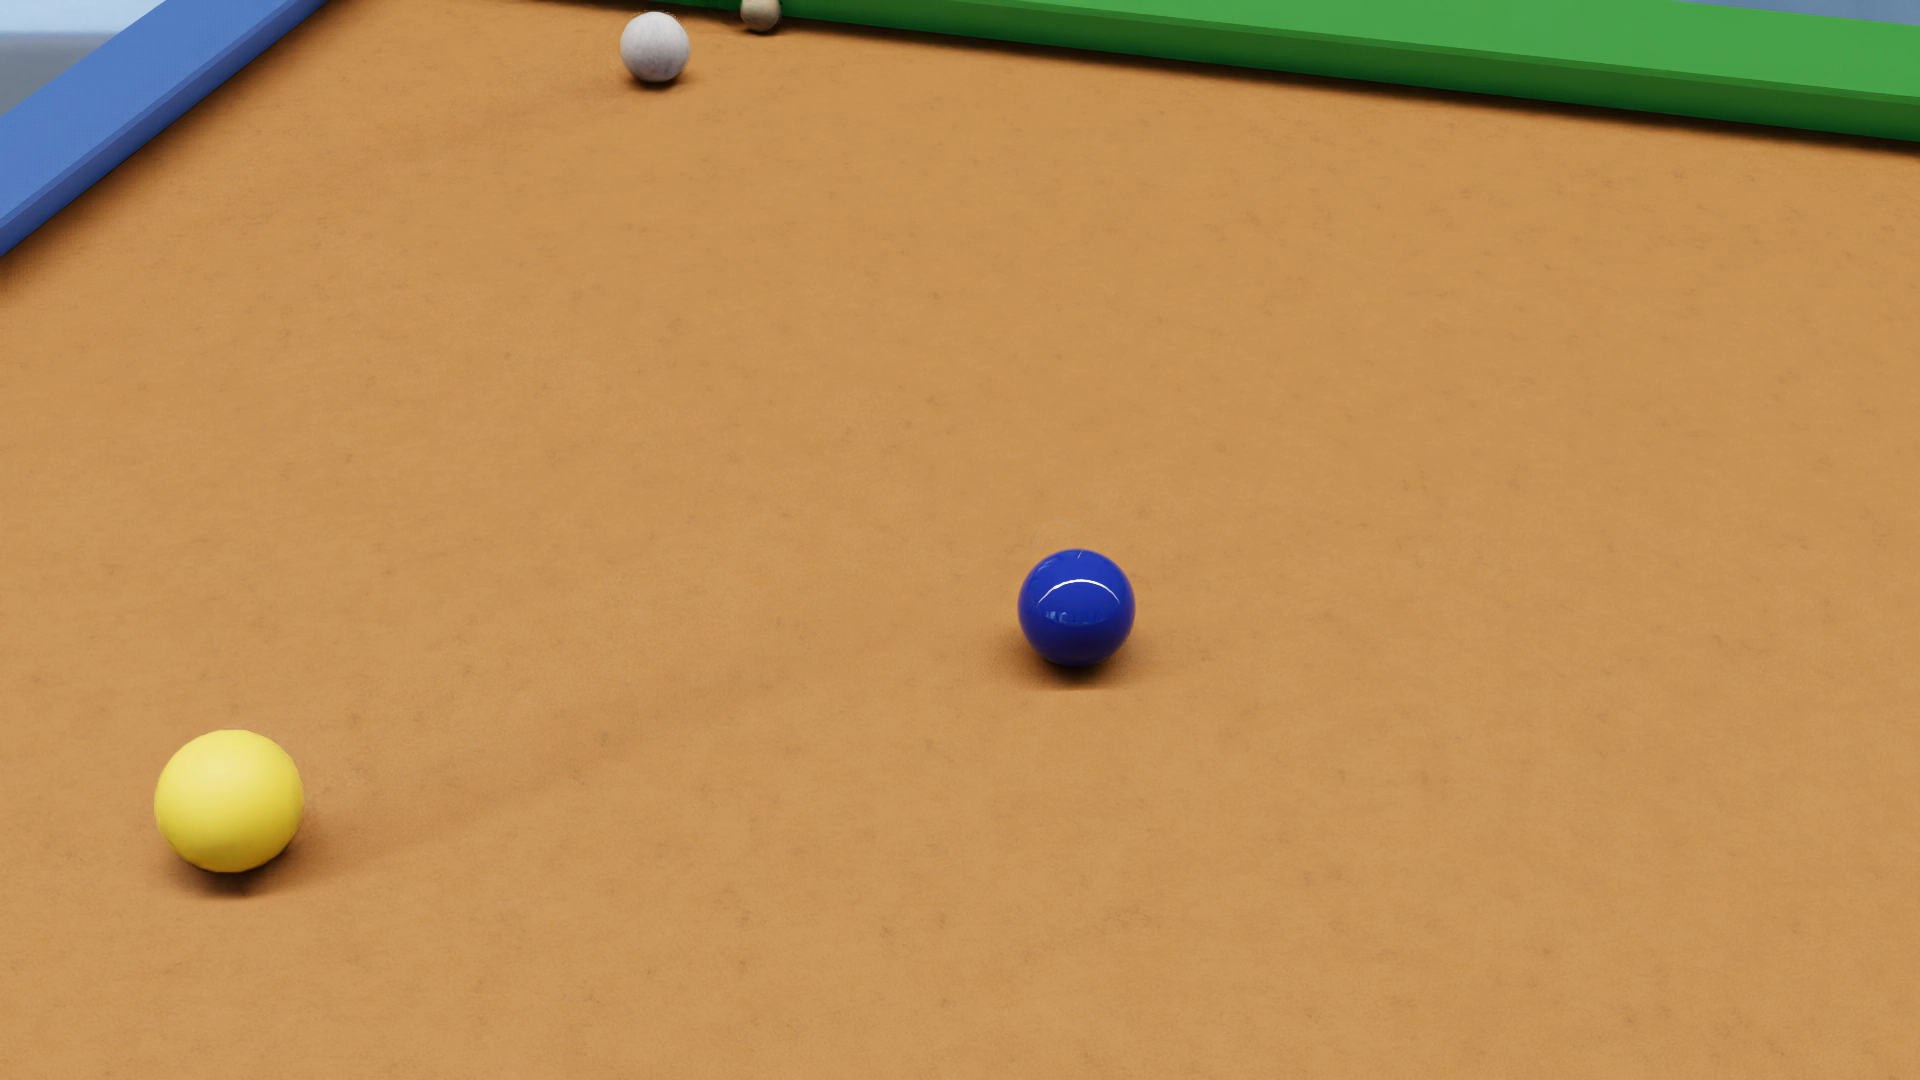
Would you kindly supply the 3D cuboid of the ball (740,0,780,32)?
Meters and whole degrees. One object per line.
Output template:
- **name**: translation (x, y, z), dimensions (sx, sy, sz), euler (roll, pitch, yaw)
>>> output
- **ball**: translation (-0.224, -0.593, 2.874), dimensions (0.045, 0.045, 0.045), euler (0, 34, 0)

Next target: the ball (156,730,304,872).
- **ball**: translation (-0.480, 0.171, 1.687), dimensions (0.094, 0.094, 0.094), euler (0, 34, 0)

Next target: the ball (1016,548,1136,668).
- **ball**: translation (0.085, 0.050, 1.875), dimensions (0.087, 0.087, 0.087), euler (0, 34, 0)

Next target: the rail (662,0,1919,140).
- **rail**: translation (1.260, -0.406, 2.524), dimensions (4.093, 0.122, 0.045), euler (9, 35, 13)

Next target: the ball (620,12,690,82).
- **ball**: translation (-0.327, -0.528, 2.751), dimensions (0.074, 0.074, 0.074), euler (0, 34, 0)

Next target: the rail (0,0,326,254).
- **rail**: translation (-0.962, -0.171, 2.172), dimensions (0.045, 0.122, 2.071), euler (9, 35, 13)
